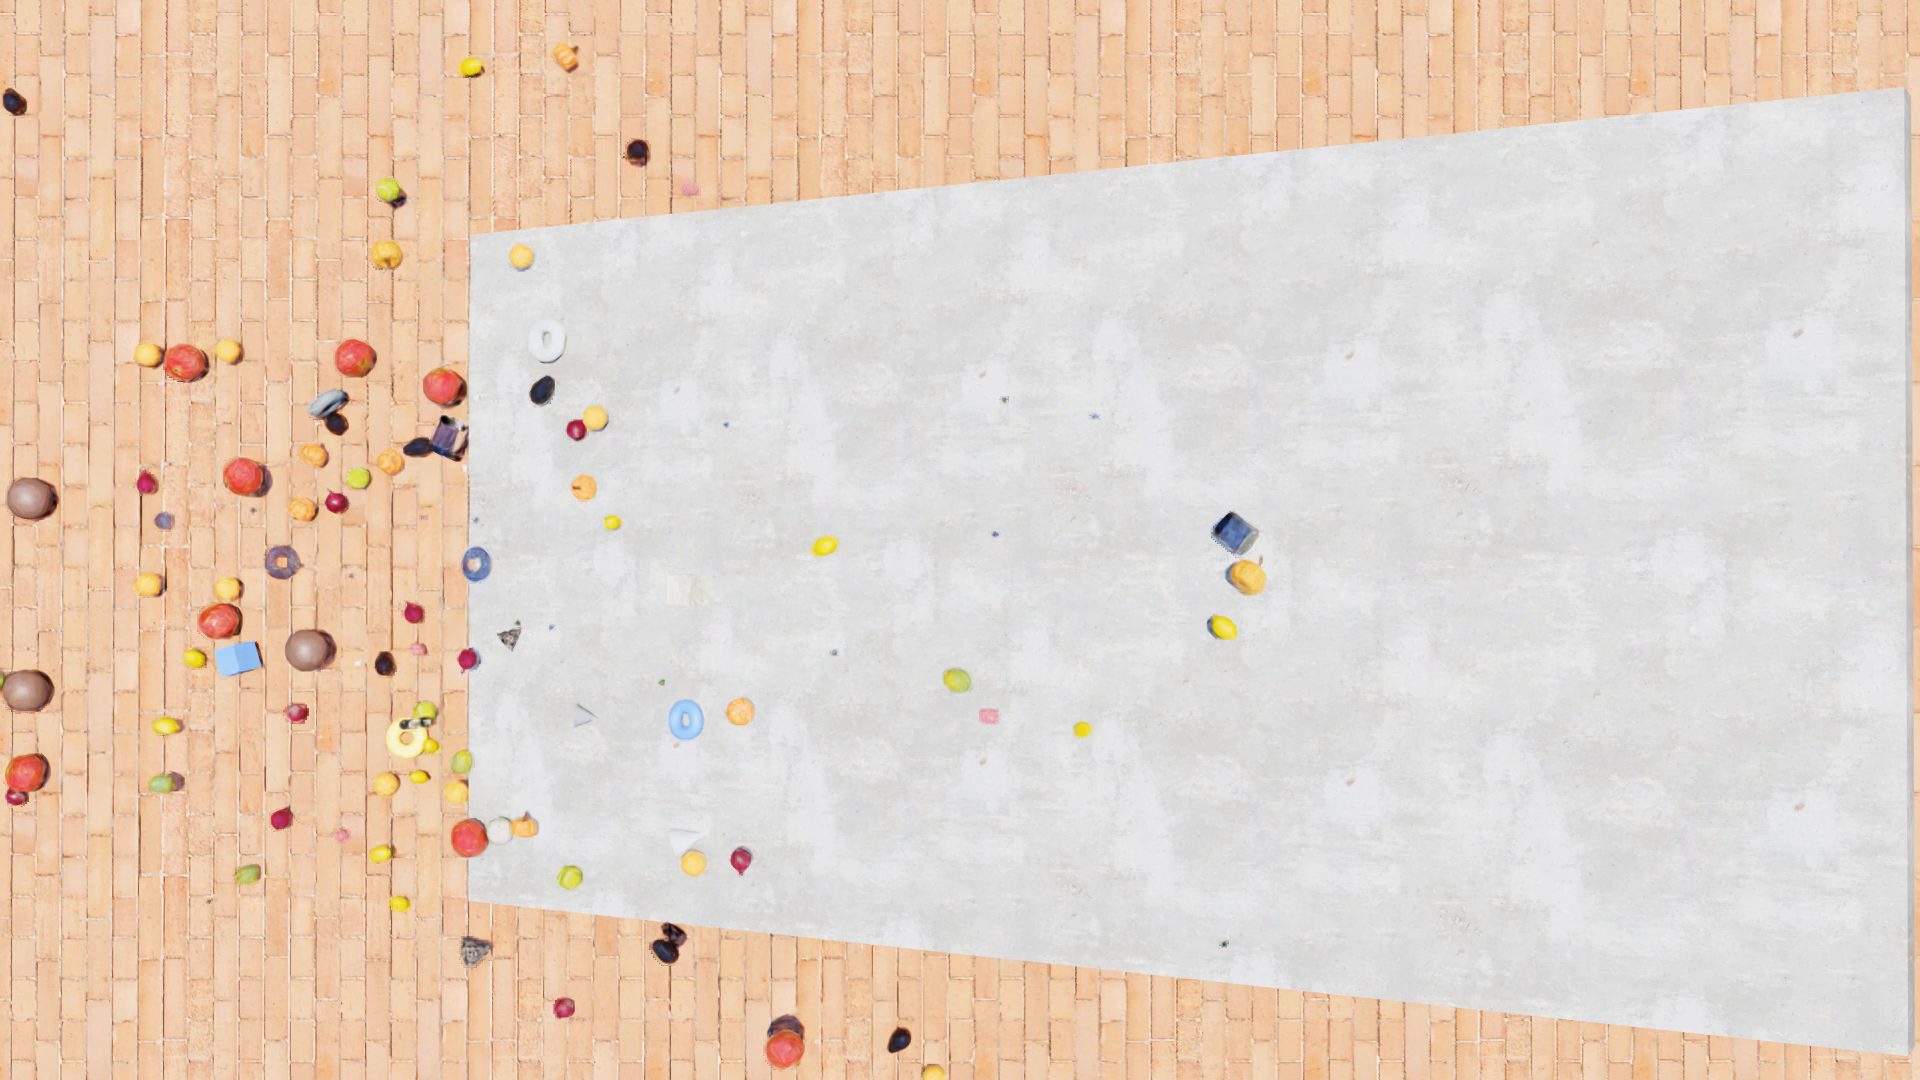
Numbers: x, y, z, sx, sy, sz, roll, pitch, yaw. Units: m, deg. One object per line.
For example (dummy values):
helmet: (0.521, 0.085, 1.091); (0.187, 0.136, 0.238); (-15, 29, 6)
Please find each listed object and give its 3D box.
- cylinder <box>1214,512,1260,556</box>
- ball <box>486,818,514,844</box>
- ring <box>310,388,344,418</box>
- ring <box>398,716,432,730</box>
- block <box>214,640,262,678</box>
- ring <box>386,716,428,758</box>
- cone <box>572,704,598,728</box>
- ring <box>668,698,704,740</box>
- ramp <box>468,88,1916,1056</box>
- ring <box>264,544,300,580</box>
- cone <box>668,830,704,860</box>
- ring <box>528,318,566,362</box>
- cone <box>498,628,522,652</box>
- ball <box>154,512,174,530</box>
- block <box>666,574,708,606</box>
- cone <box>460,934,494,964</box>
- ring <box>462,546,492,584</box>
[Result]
cylinder: (0.663, -0.016, 5.271); (0.077, 0.077, 0.077); (40, 90, 25)
ball: (-1.355, 0.857, 6.477); (0.081, 0.081, 0.081); (0, 89, 0)
ring: (-1.901, -0.412, 6.608); (0.115, 0.115, 0.038); (-38, 85, 0)
ring: (-1.629, 0.548, 6.573); (0.099, 0.099, 0.033); (-9, 87, 0)
block: (-2.177, 0.358, 6.629); (0.084, 0.084, 0.084); (-15, 89, 30)
ring: (-1.675, 0.599, 6.660); (0.127, 0.042, 0.127); (0, 83, -1)
cone: (-1.074, 0.511, 6.338); (0.067, 0.067, 0.067); (6, 89, 7)
ring: (-0.767, 0.502, 6.151); (0.116, 0.039, 0.116); (-1, 89, 32)
ramp: (0.265, 0.073, 5.613); (4.000, 0.100, 2.000); (0, 89, 31)
ring: (-2.057, 0.068, 6.671); (0.108, 0.036, 0.108); (0, 88, 0)
cone: (-0.755, 0.835, 6.139); (0.089, 0.089, 0.089); (-19, 89, 2)
ring: (-1.206, -0.584, 6.423); (0.131, 0.044, 0.131); (-1, 89, 30)
cone: (-1.317, 0.280, 6.489); (0.069, 0.069, 0.069); (-40, 90, -4)
ball: (-2.413, -0.059, 6.662); (0.056, 0.056, 0.056); (0, 89, 0)
block: (-0.759, 0.140, 6.123); (0.084, 0.084, 0.084); (1, 90, 31)
cone: (-1.436, 1.230, 6.604); (0.090, 0.090, 0.090); (-6, 89, 23)
ring: (-1.441, 0.073, 6.562); (0.111, 0.037, 0.111); (-1, 88, 30)
